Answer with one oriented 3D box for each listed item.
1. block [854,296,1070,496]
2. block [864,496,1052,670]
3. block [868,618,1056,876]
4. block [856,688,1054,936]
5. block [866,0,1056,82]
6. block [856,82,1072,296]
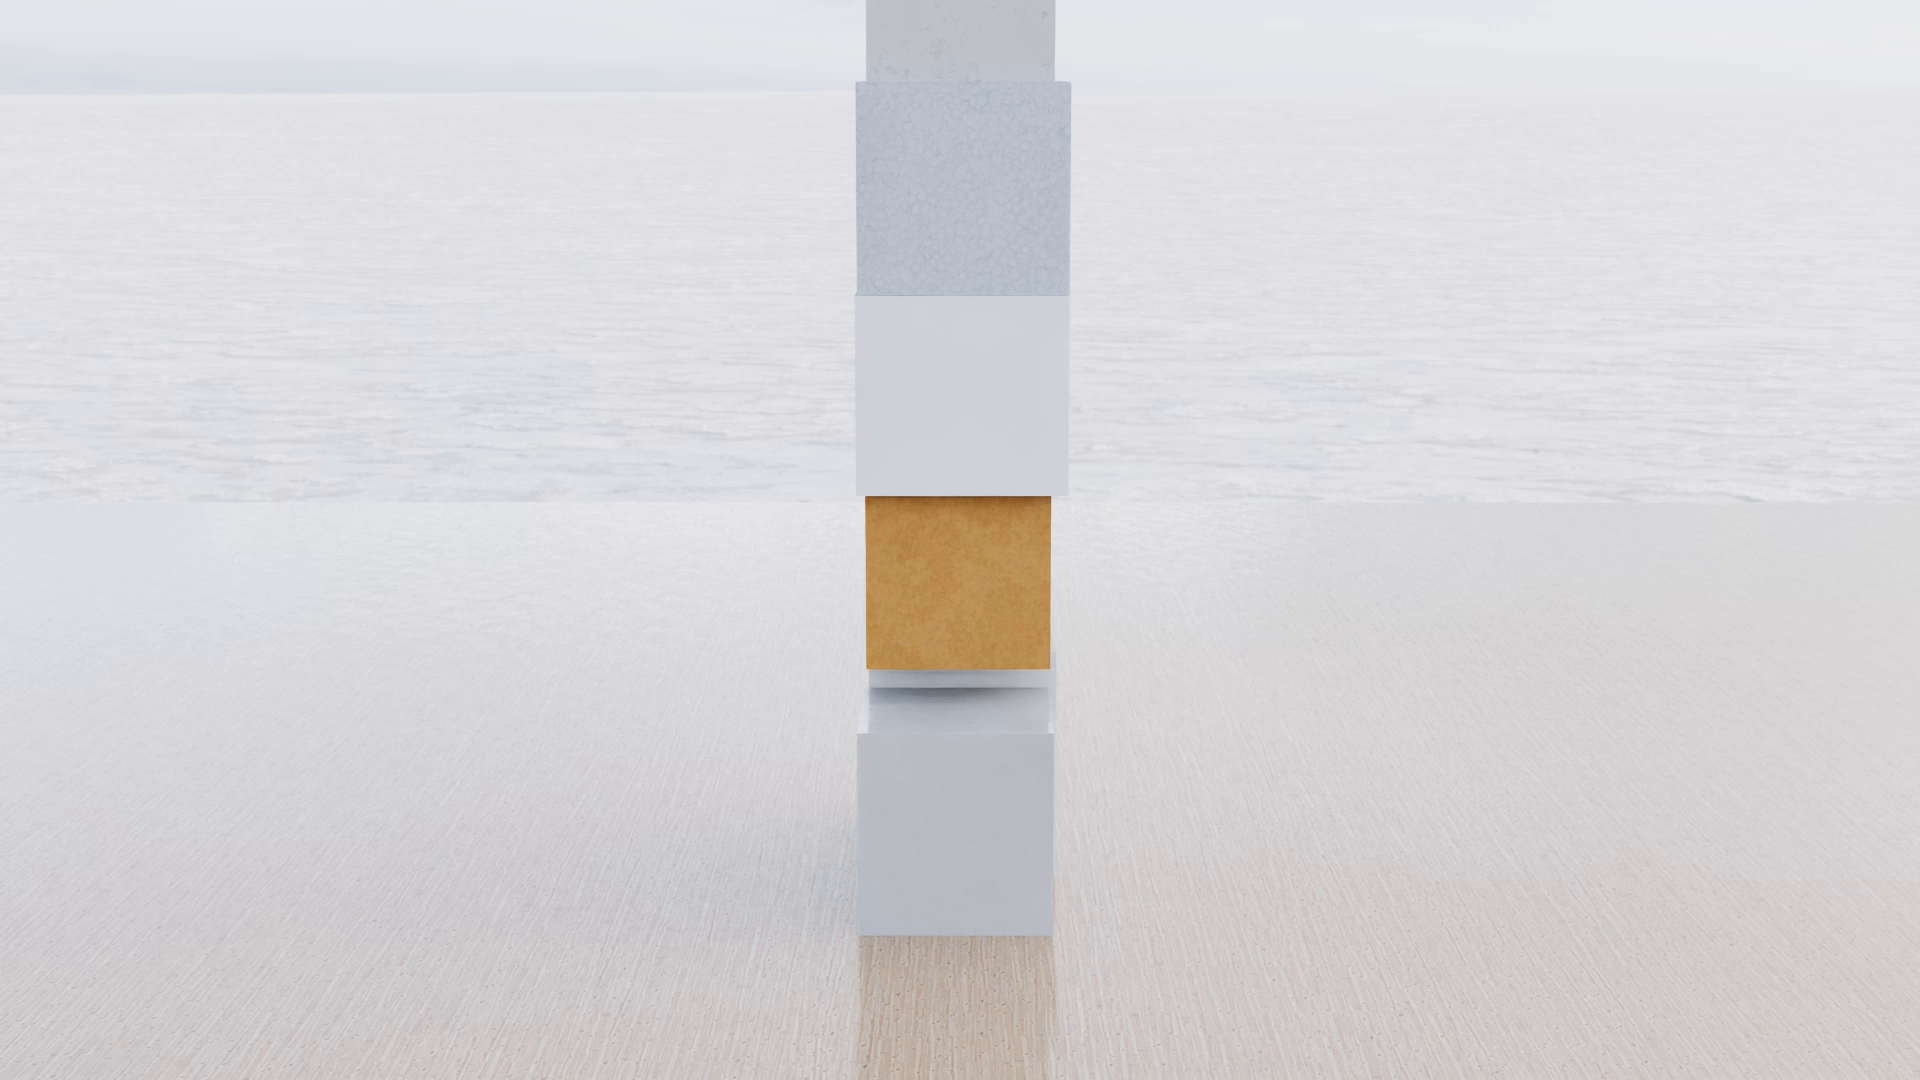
[{"bbox_3d":[0.010,-0.676,11.057,0.884,0.830,0.953,0,10,0],"label":"block"},{"bbox_3d":[-0.008,0.104,11.199,0.780,0.756,0.807,0,10,0],"label":"block"},{"bbox_3d":[0.012,0.904,11.752,0.820,1.016,0.951,0,10,0],"label":"block"},{"bbox_3d":[-0.018,1.139,10.899,0.803,0.860,0.791,0,10,0],"label":"block"},{"bbox_3d":[0.003,-2.335,10.756,0.770,0.814,0.739,0,10,0],"label":"block"},{"bbox_3d":[0.014,-1.509,10.906,0.877,0.865,0.853,0,10,0],"label":"block"}]
